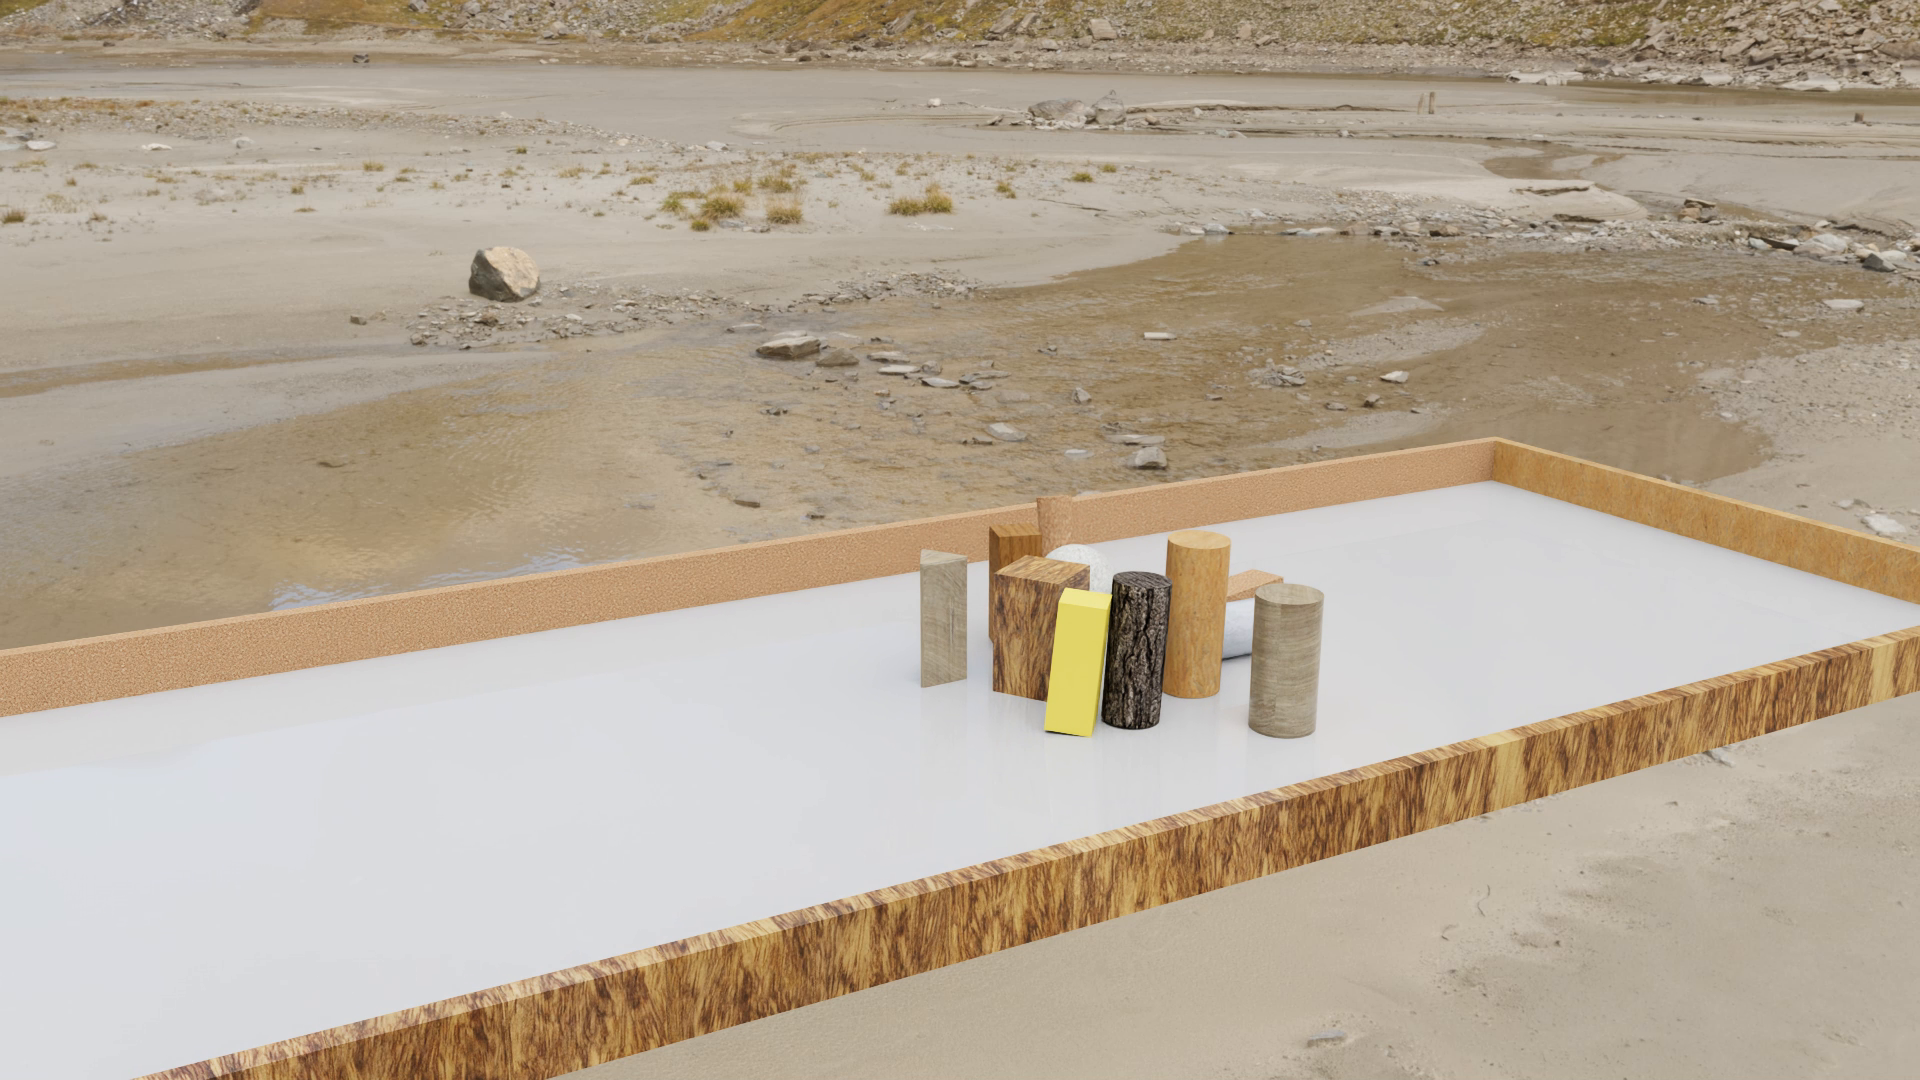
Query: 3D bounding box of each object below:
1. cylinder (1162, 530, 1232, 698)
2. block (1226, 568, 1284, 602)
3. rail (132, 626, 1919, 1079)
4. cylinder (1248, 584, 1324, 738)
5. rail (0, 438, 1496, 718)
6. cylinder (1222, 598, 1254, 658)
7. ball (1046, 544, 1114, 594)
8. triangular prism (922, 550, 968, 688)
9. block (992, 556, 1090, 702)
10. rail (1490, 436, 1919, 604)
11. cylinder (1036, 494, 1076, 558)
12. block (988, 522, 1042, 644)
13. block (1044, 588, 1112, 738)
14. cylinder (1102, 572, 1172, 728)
[{"bbox_3d":[0.575,0.181,4.048,0.153,0.384,0.153,1,18,0],"label":"cylinder"},{"bbox_3d":[0.732,0.181,4.550,0.383,0.107,0.107,-15,22,-41],"label":"block"},{"bbox_3d":[-2.336,1.006,1.665,12.000,0.150,0.050,-9,18,-27],"label":"rail"},{"bbox_3d":[0.755,0.279,3.826,0.157,0.326,0.157,0,16,0],"label":"cylinder"},{"bbox_3d":[-3.305,0.497,3.399,12.000,0.150,0.050,-9,18,-27],"label":"rail"},{"bbox_3d":[0.660,0.240,4.286,0.435,0.143,0.143,-8,18,-26],"label":"cylinder"},{"bbox_3d":[0.318,0.123,4.537,0.225,0.225,0.225,0,16,0],"label":"ball"},{"bbox_3d":[-0.066,0.191,4.136,0.130,0.322,0.112,-9,19,-29],"label":"triangular prism"},{"bbox_3d":[0.201,0.218,4.072,0.176,0.305,0.176,9,19,28],"label":"block"},{"bbox_3d":[2.466,-0.048,5.253,0.050,0.150,2.100,-9,18,-27],"label":"rail"},{"bbox_3d":[0.279,0.027,4.693,0.101,0.305,0.101,-4,2,0],"label":"cylinder"},{"bbox_3d":[0.145,0.124,4.376,0.115,0.314,0.115,-3,17,-11],"label":"block"},{"bbox_3d":[0.274,0.283,3.819,0.110,0.314,0.110,8,18,9],"label":"block"},{"bbox_3d":[0.413,0.256,3.865,0.138,0.341,0.138,3,15,-1],"label":"cylinder"}]
